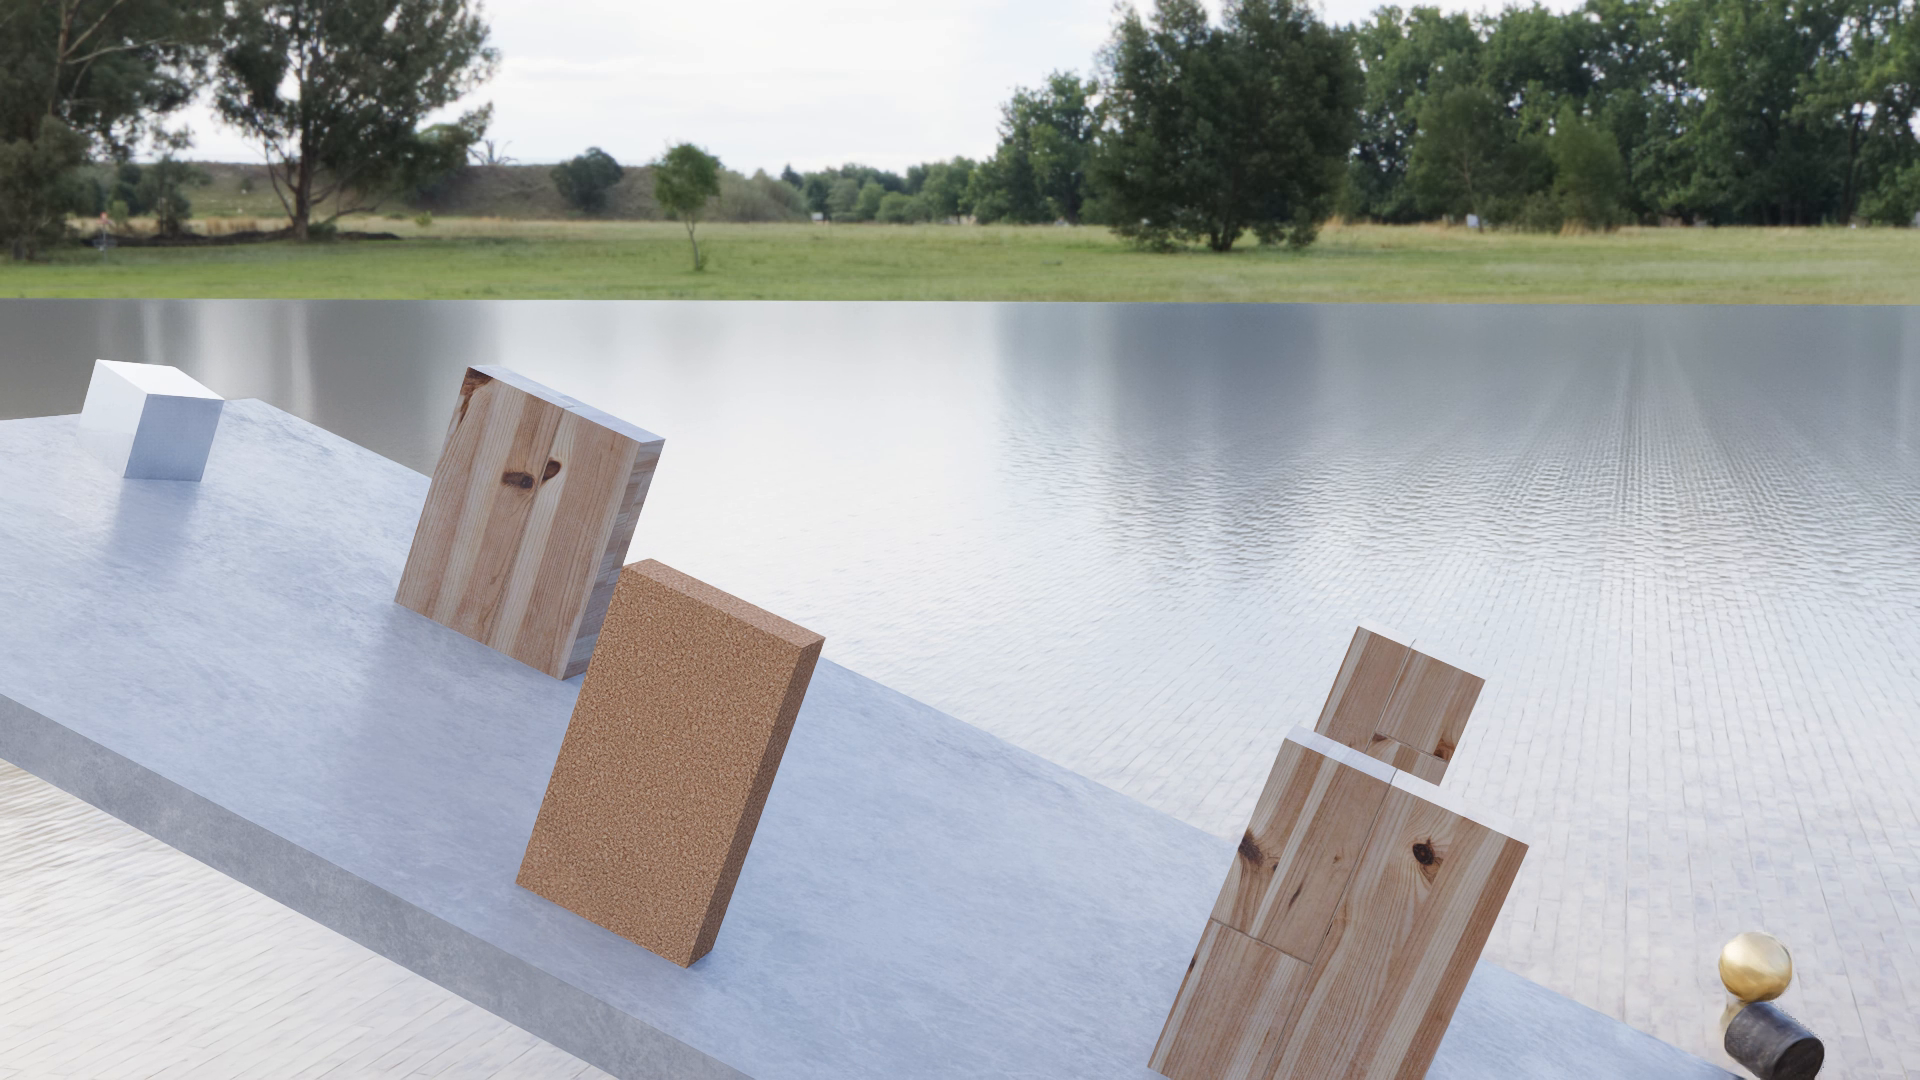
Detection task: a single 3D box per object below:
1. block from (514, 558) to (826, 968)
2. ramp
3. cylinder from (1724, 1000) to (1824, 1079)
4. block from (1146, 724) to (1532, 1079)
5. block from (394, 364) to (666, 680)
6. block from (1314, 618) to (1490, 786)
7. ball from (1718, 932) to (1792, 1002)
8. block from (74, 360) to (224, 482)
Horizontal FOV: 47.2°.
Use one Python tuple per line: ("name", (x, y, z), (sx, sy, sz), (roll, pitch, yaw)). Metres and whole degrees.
("block", (-0.457, 0.347, 3.443), (0.314, 0.552, 0.102), (24, 13, 13))
("ramp", (-0.320, 0.576, 4.203), (4.000, 0.100, 2.000), (24, 13, 13))
("cylinder", (1.751, 1.092, 4.731), (0.144, 0.144, 0.144), (-3, 22, -26))
("block", (0.620, 0.674, 3.620), (0.415, 0.616, 0.115), (24, 13, 13))
("block", (-0.880, -0.039, 4.480), (0.406, 0.520, 0.113), (24, 13, 13))
("block", (0.866, 0.512, 4.678), (0.282, 0.625, 0.119), (24, 13, 13))
("ball", (2.025, 1.088, 5.597), (0.179, 0.179, 0.179), (0, 7, 0))
("block", (-1.758, -0.257, 4.767), (0.194, 0.194, 0.194), (28, 15, 31))
